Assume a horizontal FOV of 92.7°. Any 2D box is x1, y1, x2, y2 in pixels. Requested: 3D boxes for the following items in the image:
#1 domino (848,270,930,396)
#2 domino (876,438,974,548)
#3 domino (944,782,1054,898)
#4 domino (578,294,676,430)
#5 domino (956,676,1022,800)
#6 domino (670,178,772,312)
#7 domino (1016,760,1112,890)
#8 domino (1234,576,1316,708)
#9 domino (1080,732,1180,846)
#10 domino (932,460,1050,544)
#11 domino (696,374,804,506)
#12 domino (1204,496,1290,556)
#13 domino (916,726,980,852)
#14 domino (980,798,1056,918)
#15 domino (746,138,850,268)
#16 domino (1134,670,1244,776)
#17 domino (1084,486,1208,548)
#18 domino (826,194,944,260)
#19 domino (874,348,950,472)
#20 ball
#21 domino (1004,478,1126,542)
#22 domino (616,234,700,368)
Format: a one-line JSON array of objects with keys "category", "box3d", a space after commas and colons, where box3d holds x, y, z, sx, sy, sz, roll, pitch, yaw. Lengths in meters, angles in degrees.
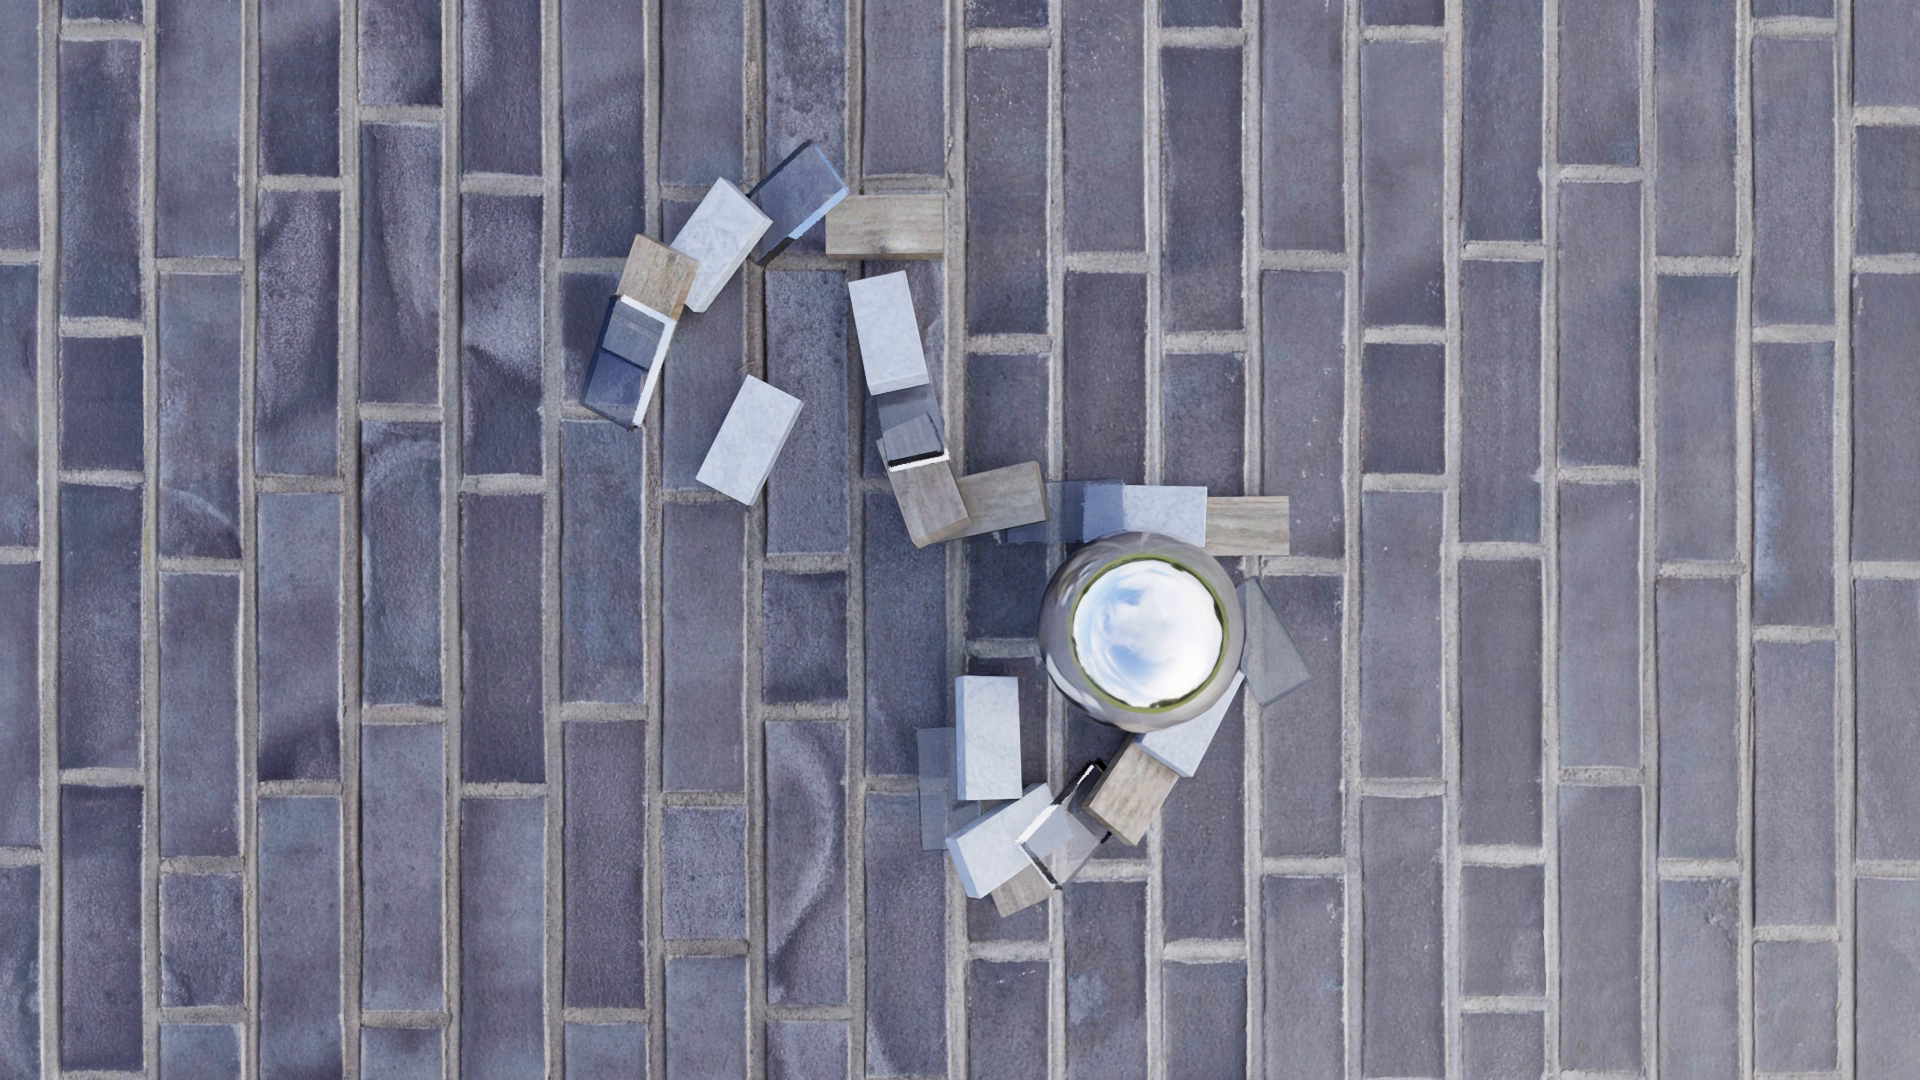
[{"category": "domino", "box3d": [-0.030, -0.088, 0.388, 0.025, 0.010, 0.050, -12, 72, 0]}, {"category": "domino", "box3d": [-0.015, -0.024, 0.385, 0.025, 0.009, 0.050, -24, 66, 6]}, {"category": "domino", "box3d": [0.020, 0.123, 0.379, 0.050, 0.009, 0.025, -21, 89, -35]}, {"category": "domino", "box3d": [-0.141, -0.075, 0.387, 0.025, 0.009, 0.050, 27, 111, 0]}, {"category": "domino", "box3d": [0.012, 0.083, 0.385, 0.025, 0.010, 0.050, 5, 74, -22]}, {"category": "domino", "box3d": [-0.105, -0.124, 0.388, 0.025, 0.010, 0.050, 44, 107, 0]}, {"category": "domino", "box3d": [0.049, 0.119, 0.383, 0.050, 0.010, 0.025, -38, 90, -30]}, {"category": "domino", "box3d": [0.128, 0.044, 0.395, 0.025, 0.009, 0.050, -30, 90, 0]}, {"category": "domino", "box3d": [0.076, 0.100, 0.386, 0.025, 0.009, 0.050, 40, 68, 0]}, {"category": "domino", "box3d": [0.011, -0.016, 0.388, 0.050, 0.009, 0.025, -12, 86, 15]}, {"category": "domino", "box3d": [-0.090, -0.043, 0.395, 0.025, 0.010, 0.050, 27, 90, 0]}, {"category": "domino", "box3d": [0.115, -0.006, 0.395, 0.050, 0.009, 0.025, -1, 90, 0]}, {"category": "domino", "box3d": [-0.005, 0.105, 0.388, 0.025, 0.009, 0.050, -5, 76, 5]}, {"category": "domino", "box3d": [0.019, 0.133, 0.395, 0.025, 0.009, 0.050, -24, 90, 0]}, {"category": "domino", "box3d": [-0.074, -0.142, 0.389, 0.050, 0.010, 0.025, -35, 90, 15]}, {"category": "domino", "box3d": [0.097, 0.072, 0.388, 0.025, 0.009, 0.050, 34, 72, 0]}, {"category": "domino", "box3d": [0.079, -0.010, 0.389, 0.050, 0.009, 0.025, 2, 90, 16]}, {"category": "domino", "box3d": [-0.032, -0.135, 0.395, 0.050, 0.010, 0.025, -1, 90, 0]}, {"category": "domino", "box3d": [-0.022, -0.055, 0.386, 0.025, 0.009, 0.050, -12, 66, 0]}, {"category": "ball", "box3d": [0.070, 0.035, 0.360, 0.080, 0.080, 0.080, 0, 90, 0]}, {"category": "domino", "box3d": [0.044, -0.012, 0.389, 0.050, 0.009, 0.025, -2, 89, 16]}, {"category": "domino", "box3d": [-0.132, -0.100, 0.388, 0.025, 0.009, 0.050, 27, 107, 0]}]
